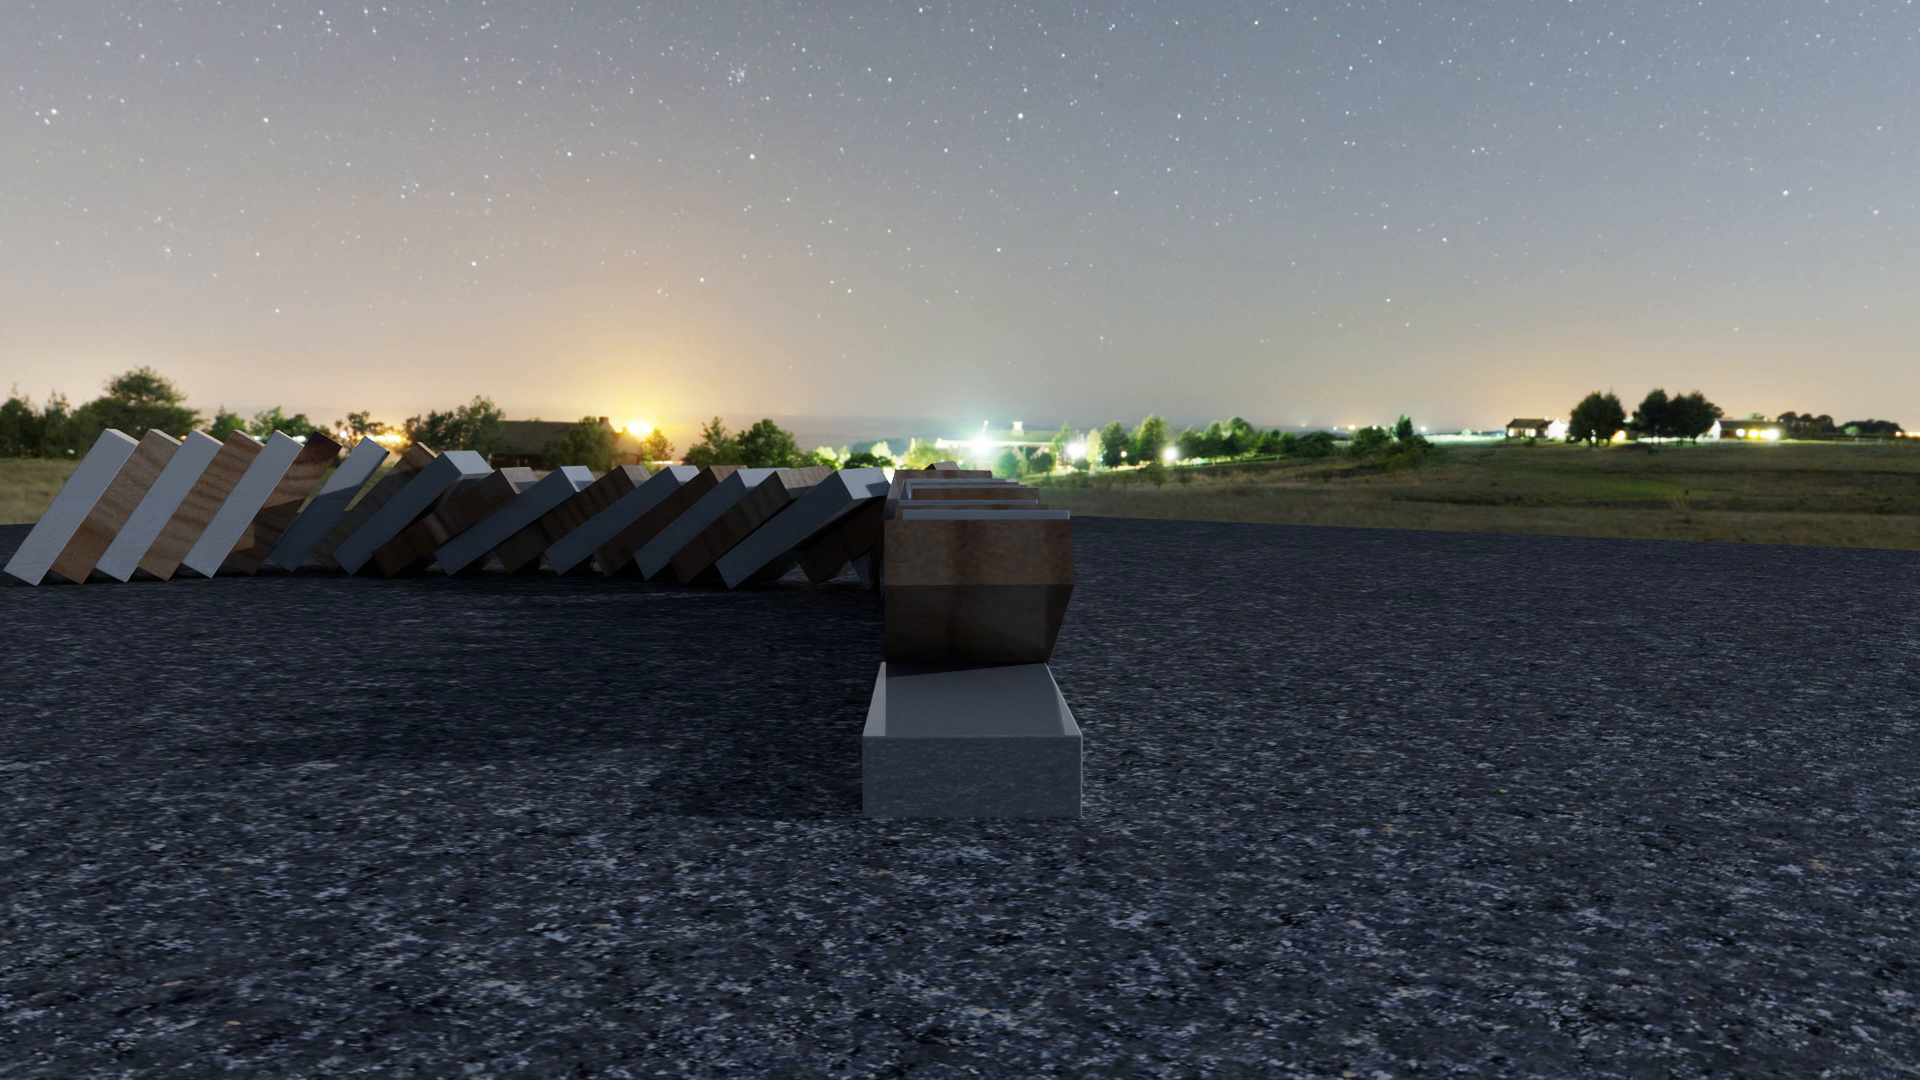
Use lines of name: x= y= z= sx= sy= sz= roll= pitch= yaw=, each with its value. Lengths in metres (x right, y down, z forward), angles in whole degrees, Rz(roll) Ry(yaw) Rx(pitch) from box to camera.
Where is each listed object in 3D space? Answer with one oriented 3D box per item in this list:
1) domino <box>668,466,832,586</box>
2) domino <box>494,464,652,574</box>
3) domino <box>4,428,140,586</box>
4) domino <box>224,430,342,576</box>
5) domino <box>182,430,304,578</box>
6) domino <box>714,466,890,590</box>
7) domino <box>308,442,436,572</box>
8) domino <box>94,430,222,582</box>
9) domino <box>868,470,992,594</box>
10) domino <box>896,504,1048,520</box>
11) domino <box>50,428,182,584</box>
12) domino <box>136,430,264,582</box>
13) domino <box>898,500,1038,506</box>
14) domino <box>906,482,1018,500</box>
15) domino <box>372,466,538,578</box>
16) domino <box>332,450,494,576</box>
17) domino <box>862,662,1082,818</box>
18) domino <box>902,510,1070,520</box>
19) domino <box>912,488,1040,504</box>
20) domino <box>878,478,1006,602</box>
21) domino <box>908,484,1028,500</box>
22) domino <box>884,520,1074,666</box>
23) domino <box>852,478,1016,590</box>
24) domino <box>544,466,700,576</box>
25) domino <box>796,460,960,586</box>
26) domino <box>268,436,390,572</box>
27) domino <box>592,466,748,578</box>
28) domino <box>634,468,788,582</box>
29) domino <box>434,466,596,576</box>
domino: x=-0.061 y=-0.004 z=0.383 sx=0.050 sy=0.009 sz=0.025 roll=-35 pitch=-12 yaw=29
domino: x=-0.126 y=-0.007 z=0.422 sx=0.050 sy=0.010 sz=0.025 roll=-33 pitch=1 yaw=4
domino: x=-0.273 y=-0.011 z=0.397 sx=0.009 sy=0.050 sz=0.025 roll=35 pitch=-11 yaw=-24
domino: x=-0.225 y=-0.013 z=0.428 sx=0.010 sy=0.050 sz=0.025 roll=35 pitch=-11 yaw=-24
domino: x=-0.234 y=-0.012 z=0.420 sx=0.010 sy=0.050 sz=0.025 roll=35 pitch=-11 yaw=-24
domino: x=-0.045 y=-0.003 z=0.375 sx=0.050 sy=0.009 sz=0.025 roll=-35 pitch=-10 yaw=24
domino: x=-0.199 y=-0.012 z=0.439 sx=0.009 sy=0.050 sz=0.025 roll=44 pitch=-10 yaw=-17
domino: x=-0.252 y=-0.011 z=0.406 sx=0.009 sy=0.050 sz=0.025 roll=35 pitch=-11 yaw=-24
domino: x=-0.009 y=-0.001 z=0.345 sx=0.025 sy=0.010 sz=0.050 roll=0 pitch=-30 yaw=-13
domino: x=0.001 y=0.009 z=0.232 sx=0.025 sy=0.009 sz=0.050 roll=-1 pitch=-24 yaw=-2
domino: x=-0.263 y=-0.011 z=0.402 sx=0.009 sy=0.050 sz=0.025 roll=35 pitch=-11 yaw=-24
domino: x=-0.242 y=-0.012 z=0.411 sx=0.010 sy=0.050 sz=0.025 roll=35 pitch=-11 yaw=-24
domino: x=0.001 y=0.007 z=0.252 sx=0.025 sy=0.009 sz=0.050 roll=0 pitch=-24 yaw=-3
domino: x=-0.002 y=0.002 z=0.310 sx=0.025 sy=0.010 sz=0.050 roll=-1 pitch=-27 yaw=-10
domino: x=-0.163 y=-0.006 z=0.418 sx=0.050 sy=0.010 sz=0.025 roll=-32 pitch=2 yaw=4
domino: x=-0.180 y=-0.009 z=0.423 sx=0.050 sy=0.009 sz=0.025 roll=-41 pitch=2 yaw=5
domino: x=0.001 y=0.025 z=0.171 sx=0.025 sy=0.009 sz=0.050 roll=0 pitch=4 yaw=-1
domino: x=0.002 y=0.010 z=0.212 sx=0.025 sy=0.010 sz=0.050 roll=0 pitch=-25 yaw=-4
domino: x=0.001 y=0.005 z=0.272 sx=0.025 sy=0.010 sz=0.050 roll=0 pitch=-27 yaw=-6
domino: x=-0.005 y=0.001 z=0.328 sx=0.025 sy=0.009 sz=0.050 roll=-1 pitch=-27 yaw=-12
domino: x=0.000 y=0.004 z=0.291 sx=0.025 sy=0.009 sz=0.050 roll=-1 pitch=-27 yaw=-8
domino: x=0.001 y=0.012 z=0.193 sx=0.025 sy=0.010 sz=0.050 roll=0 pitch=-24 yaw=-3
domino: x=-0.005 y=-0.002 z=0.379 sx=0.050 sy=0.009 sz=0.025 roll=-28 pitch=-2 yaw=13
domino: x=-0.108 y=-0.007 z=0.419 sx=0.050 sy=0.010 sz=0.025 roll=-33 pitch=-1 yaw=8
domino: x=-0.022 y=-0.005 z=0.379 sx=0.050 sy=0.009 sz=0.025 roll=-34 pitch=-4 yaw=15
domino: x=-0.215 y=-0.013 z=0.437 sx=0.009 sy=0.050 sz=0.025 roll=39 pitch=-13 yaw=-23
domino: x=-0.091 y=-0.006 z=0.411 sx=0.050 sy=0.009 sz=0.025 roll=-34 pitch=-6 yaw=16
domino: x=-0.075 y=-0.005 z=0.397 sx=0.050 sy=0.010 sz=0.025 roll=-35 pitch=-14 yaw=28
domino: x=-0.144 y=-0.007 z=0.420 sx=0.050 sy=0.010 sz=0.025 roll=-33 pitch=2 yaw=4
